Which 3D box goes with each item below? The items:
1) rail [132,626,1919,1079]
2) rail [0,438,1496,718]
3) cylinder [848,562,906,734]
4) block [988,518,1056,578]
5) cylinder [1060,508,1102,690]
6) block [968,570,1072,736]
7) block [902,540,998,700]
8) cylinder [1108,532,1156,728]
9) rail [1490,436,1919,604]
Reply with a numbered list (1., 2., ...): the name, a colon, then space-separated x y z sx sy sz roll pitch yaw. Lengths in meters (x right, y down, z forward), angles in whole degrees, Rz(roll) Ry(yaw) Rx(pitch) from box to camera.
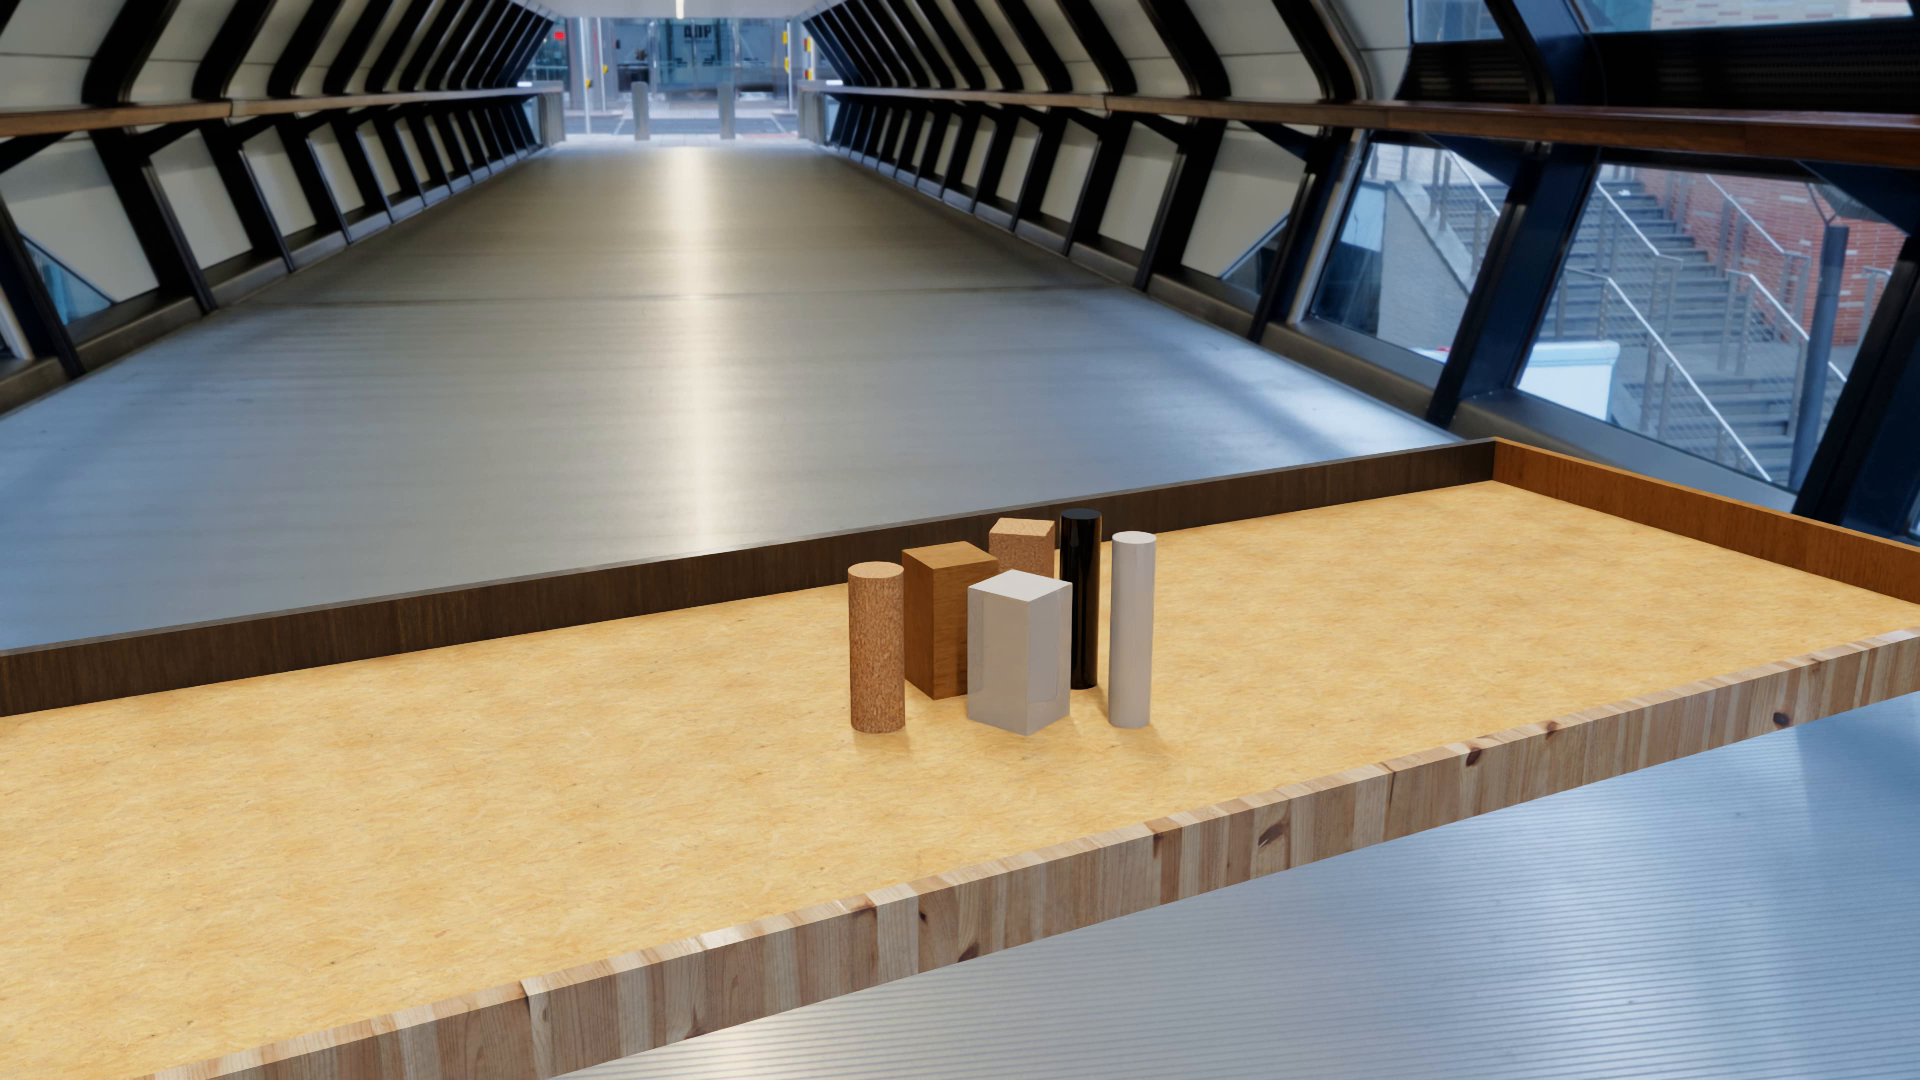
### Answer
1. rail: -2.336 1.006 1.665 12.000 0.150 0.050 -9 18 -27
2. rail: -3.305 0.497 3.399 12.000 0.150 0.050 -9 18 -27
3. cylinder: -0.193 0.250 3.833 0.128 0.379 0.128 0 16 0
4. block: 0.162 0.125 4.341 0.147 0.332 0.147 4 17 12
5. cylinder: 0.295 0.147 4.078 0.101 0.439 0.101 0 16 0
6. block: 0.140 0.262 3.880 0.174 0.329 0.174 12 20 36
7. block: -0.025 0.197 4.089 0.177 0.336 0.177 -8 18 -26
8. cylinder: 0.399 0.210 3.838 0.101 0.451 0.101 0 16 0
9. rail: 2.466 -0.048 5.253 0.050 0.150 2.100 -9 18 -27
